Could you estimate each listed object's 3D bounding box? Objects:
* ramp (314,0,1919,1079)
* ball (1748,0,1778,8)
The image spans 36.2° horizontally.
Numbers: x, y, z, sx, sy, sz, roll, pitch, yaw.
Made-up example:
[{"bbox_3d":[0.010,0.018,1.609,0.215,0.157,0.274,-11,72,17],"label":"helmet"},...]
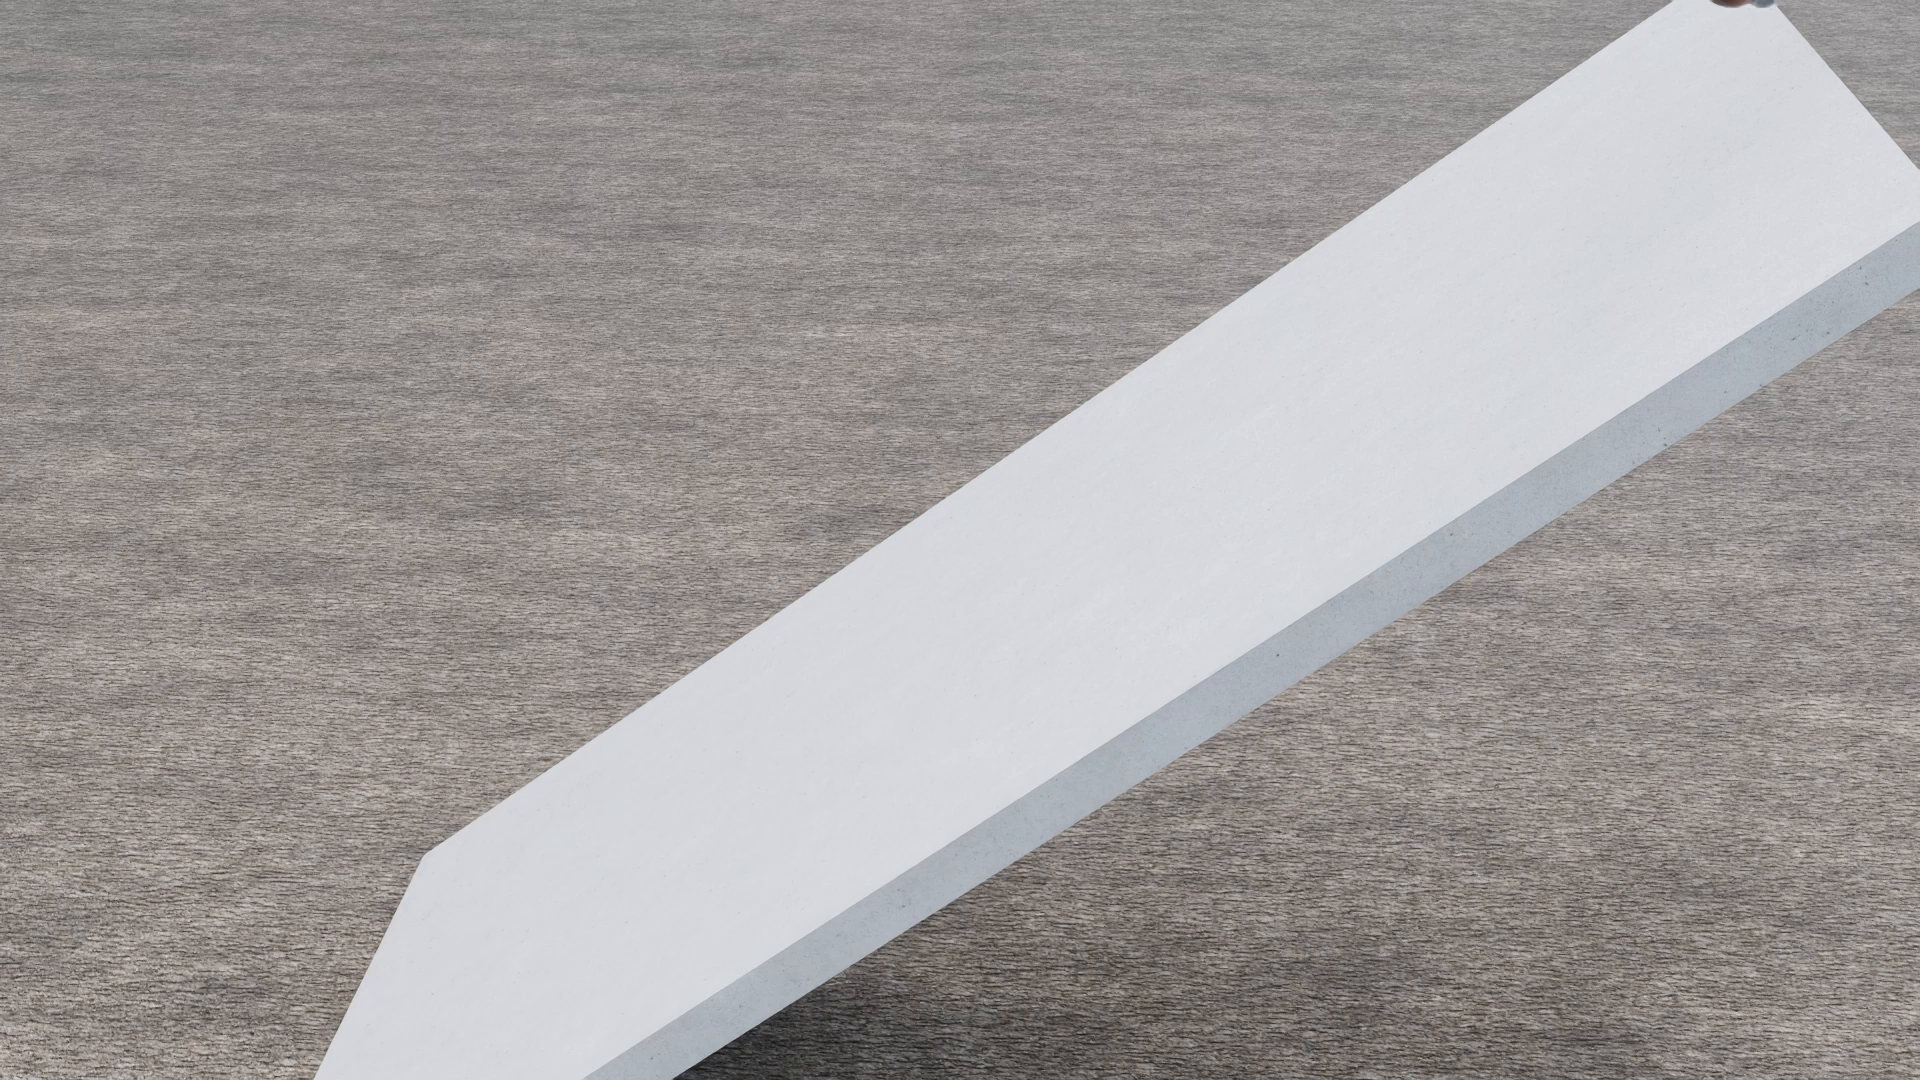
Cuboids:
[{"bbox_3d":[0.129,0.179,6.321,4.000,0.100,2.000,-34,16,16],"label":"ramp"},{"bbox_3d":[1.593,-1.087,5.829,0.066,0.066,0.066,0,23,0],"label":"ball"}]
